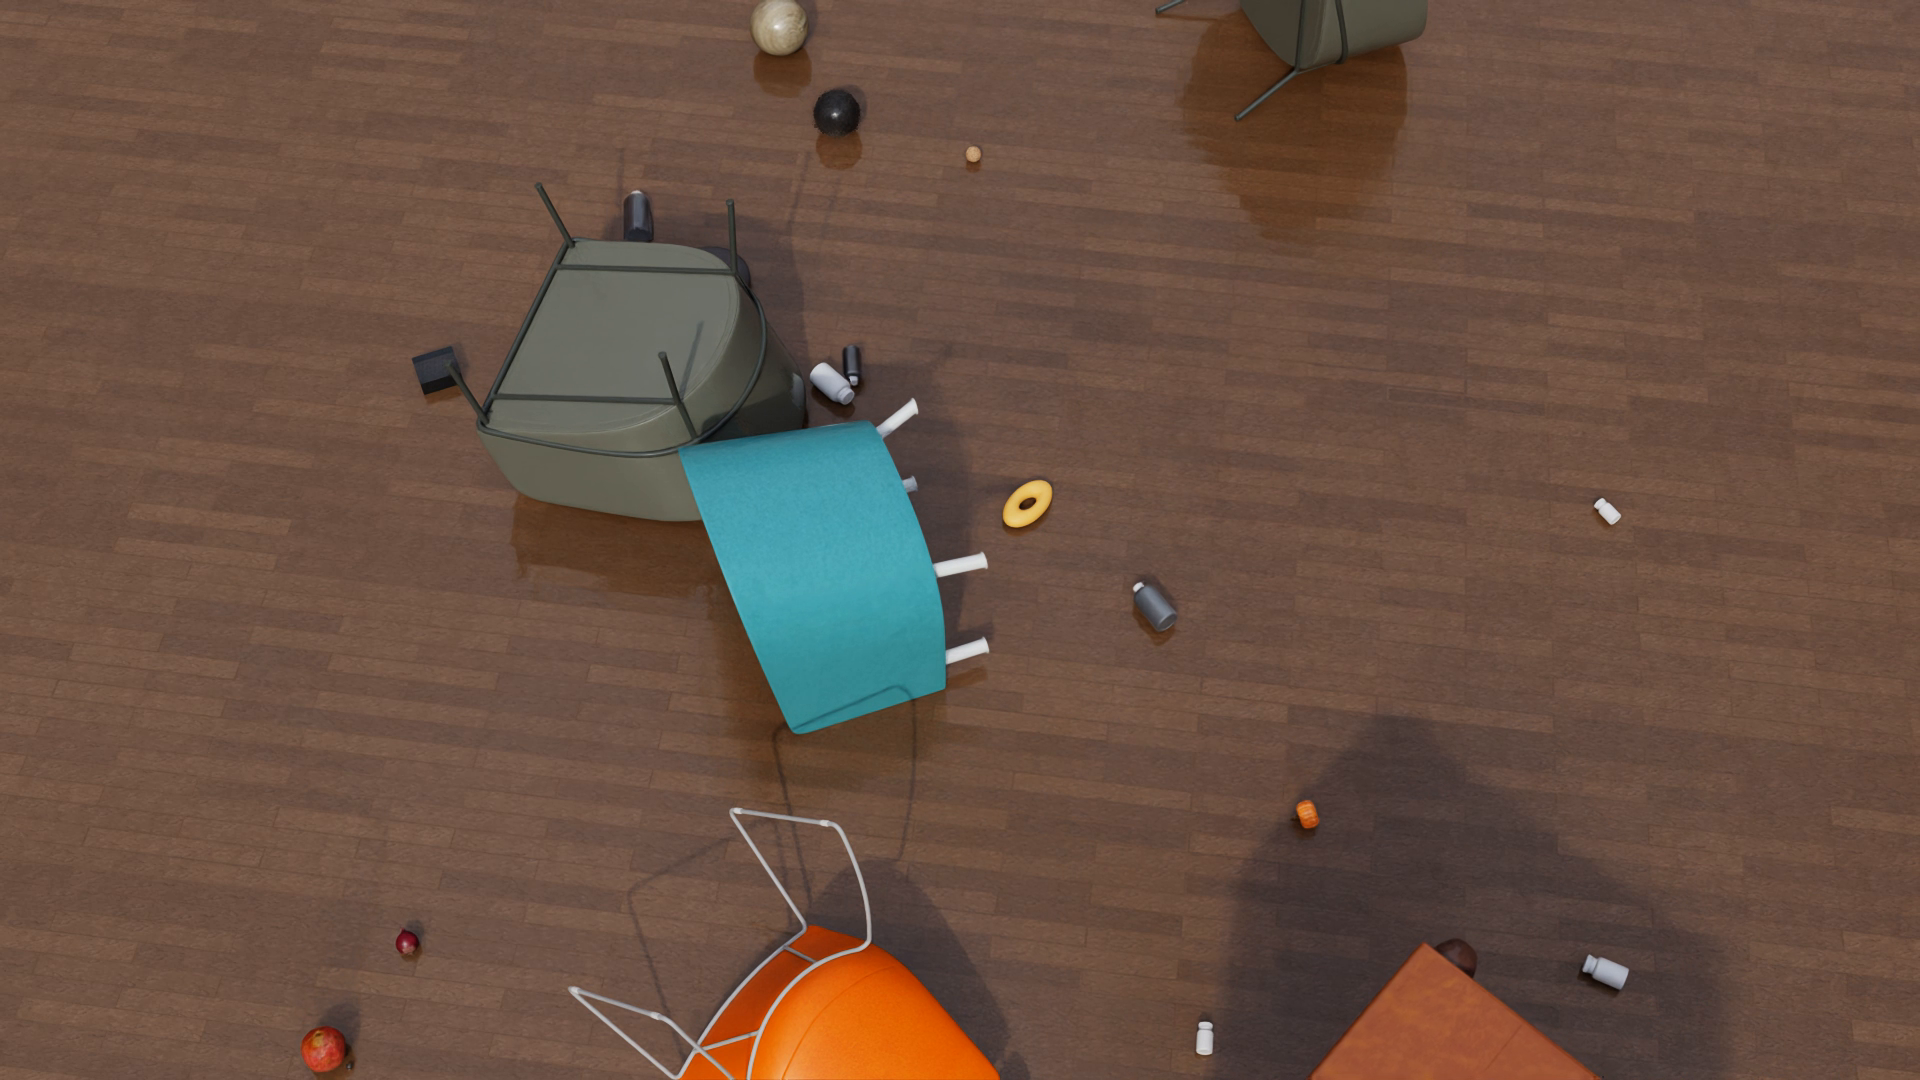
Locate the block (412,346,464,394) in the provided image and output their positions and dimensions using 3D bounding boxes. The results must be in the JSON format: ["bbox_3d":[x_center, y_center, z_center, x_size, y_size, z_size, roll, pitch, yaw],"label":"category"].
[{"bbox_3d":[-1.638,-0.532,6.898,0.128,0.055,0.112,-19,58,-12],"label":"block"}]

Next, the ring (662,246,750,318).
[{"bbox_3d":[-0.817,-0.833,7.096,0.275,0.062,0.295,29,60,17],"label":"ring"}]

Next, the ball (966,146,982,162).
[{"bbox_3d":[0.046,-1.301,7.414,0.054,0.054,0.054,0,56,0],"label":"ball"}]

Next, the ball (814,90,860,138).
[{"bbox_3d":[-0.416,-1.444,7.447,0.160,0.160,0.160,0,56,0],"label":"ball"}]

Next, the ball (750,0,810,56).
[{"bbox_3d":[-0.629,-1.789,7.649,0.209,0.209,0.209,0,56,0],"label":"ball"}]

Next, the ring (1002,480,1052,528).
[{"bbox_3d":[0.204,-0.109,6.618,0.112,0.049,0.196,36,62,20],"label":"ring"}]
